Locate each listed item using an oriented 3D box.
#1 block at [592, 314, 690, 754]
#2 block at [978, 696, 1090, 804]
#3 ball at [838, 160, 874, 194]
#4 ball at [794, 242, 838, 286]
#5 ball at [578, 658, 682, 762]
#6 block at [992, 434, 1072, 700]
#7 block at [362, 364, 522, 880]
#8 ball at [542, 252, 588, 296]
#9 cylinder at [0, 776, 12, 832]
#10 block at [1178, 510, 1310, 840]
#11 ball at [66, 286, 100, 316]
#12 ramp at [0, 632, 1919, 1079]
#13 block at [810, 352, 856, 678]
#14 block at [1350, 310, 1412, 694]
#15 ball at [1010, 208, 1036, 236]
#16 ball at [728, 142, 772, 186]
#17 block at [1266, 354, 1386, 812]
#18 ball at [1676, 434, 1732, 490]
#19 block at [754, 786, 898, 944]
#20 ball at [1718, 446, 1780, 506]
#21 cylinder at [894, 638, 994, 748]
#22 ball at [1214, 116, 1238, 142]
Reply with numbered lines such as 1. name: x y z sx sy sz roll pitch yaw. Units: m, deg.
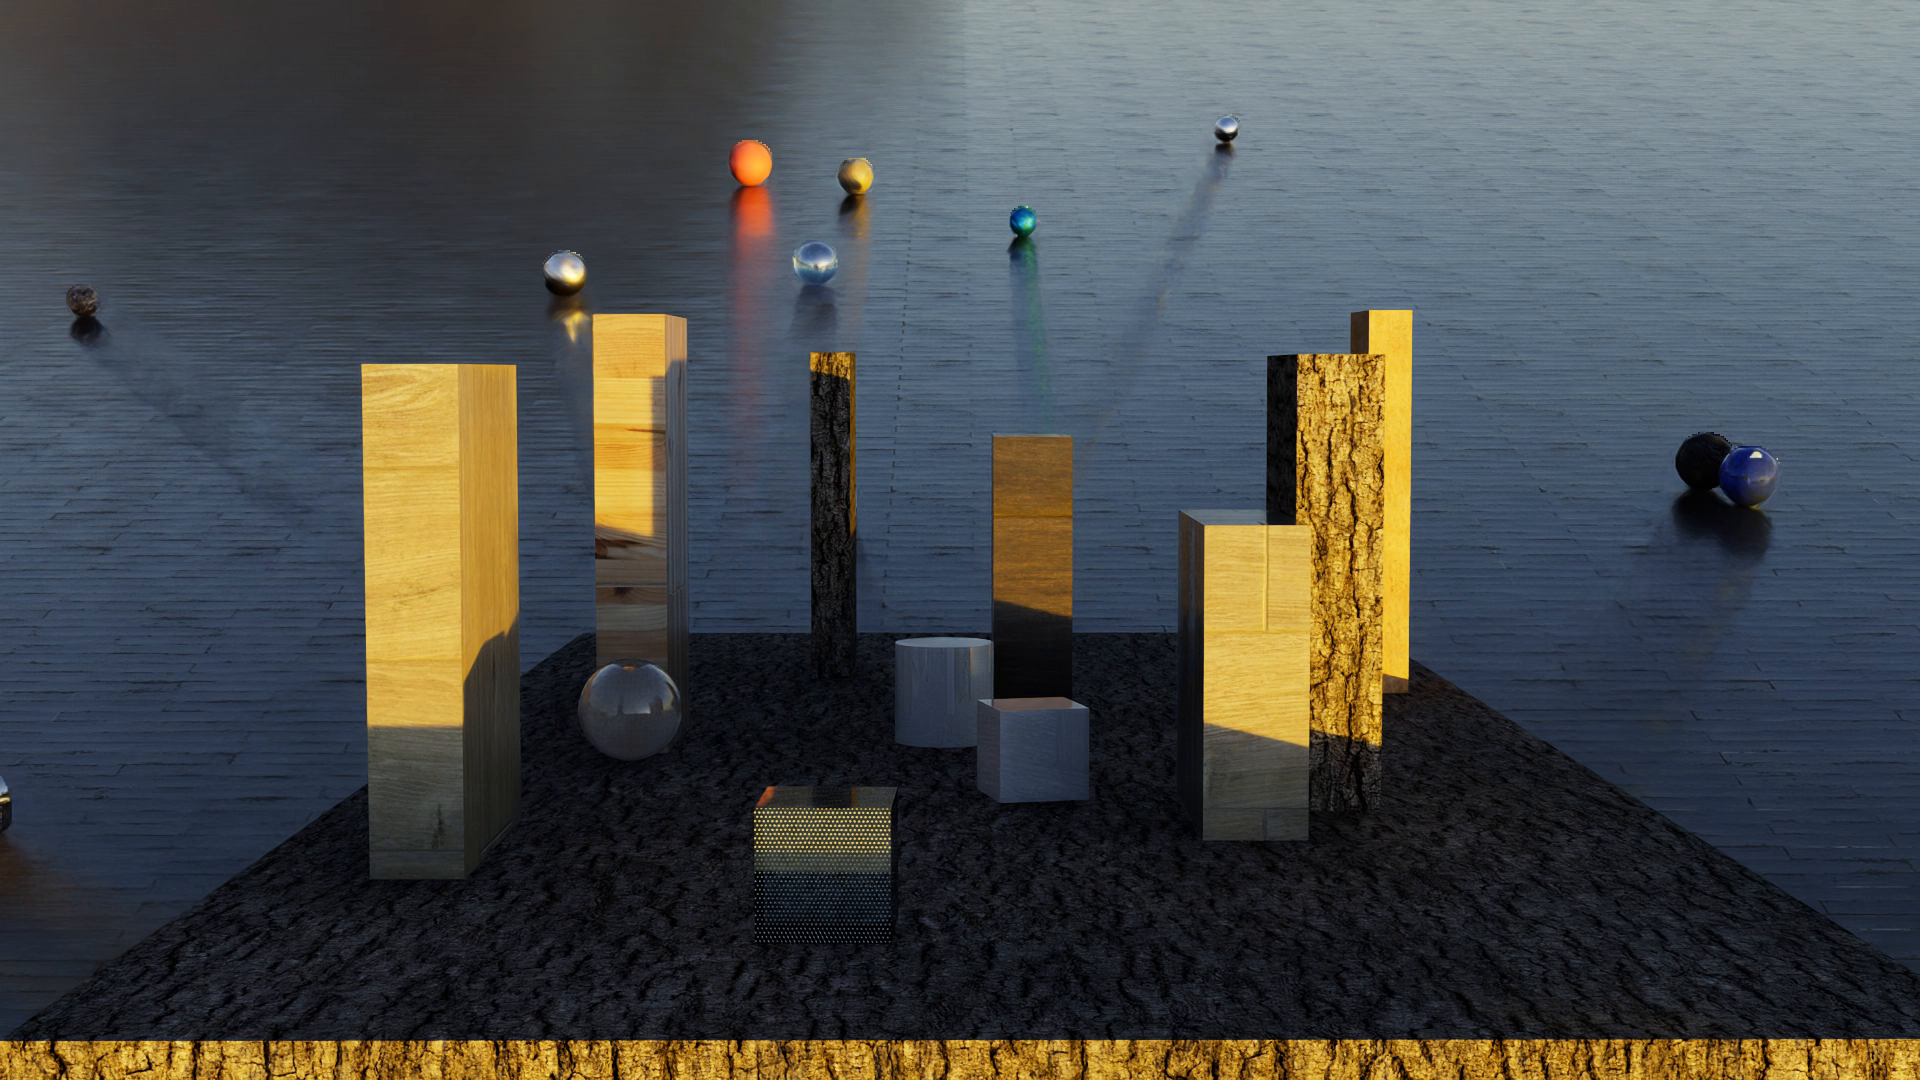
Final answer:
1. block: -0.569 -0.021 4.616 0.123 0.759 0.365 0 4 0
2. block: 0.113 0.327 4.016 0.142 0.142 0.142 -1 4 -14
3. ball: -0.487 -1.698 12.004 0.164 0.164 0.164 0 20 0
4. ball: -0.583 -1.116 10.350 0.175 0.175 0.175 0 20 0
5. ball: -0.560 0.288 4.365 0.176 0.176 0.176 0 20 0
6. block: 0.137 0.067 4.959 0.148 0.539 0.288 0 4 0
7. block: -0.708 0.094 3.544 0.123 0.670 0.441 0 4 0
8. ball: -1.566 -1.051 10.166 0.176 0.176 0.176 0 20 0
9. cylinder: -2.182 0.583 5.591 0.162 0.162 0.162 16 25 38
10. block: 0.416 0.188 3.817 0.149 0.445 0.422 0 4 0
11. ball: -3.373 -0.918 9.877 0.120 0.120 0.120 0 20 0
12. ramp: 0.046 0.415 4.536 2.000 0.100 4.000 0 4 0
13. block: -0.279 -0.062 5.680 0.085 0.703 0.320 0 4 0
14. block: 0.878 -0.085 5.383 0.088 0.786 0.246 0 4 0
15. ball: 0.274 -1.385 11.187 0.120 0.120 0.120 0 20 0
16. ball: -0.997 -1.787 12.191 0.205 0.205 0.205 0 20 0
17. block: 0.567 0.054 4.024 0.131 0.686 0.369 0 4 0
18. ball: 2.290 -0.240 7.895 0.172 0.172 0.172 0 20 0
19. block: -0.156 0.383 3.039 0.158 0.158 0.158 0 4 2
20. ball: 2.383 -0.193 7.754 0.177 0.177 0.177 0 20 0
21. cylinder: -0.028 0.272 4.602 0.177 0.177 0.177 0 4 0
22. ball: 1.373 -2.121 13.241 0.130 0.130 0.130 0 20 0
